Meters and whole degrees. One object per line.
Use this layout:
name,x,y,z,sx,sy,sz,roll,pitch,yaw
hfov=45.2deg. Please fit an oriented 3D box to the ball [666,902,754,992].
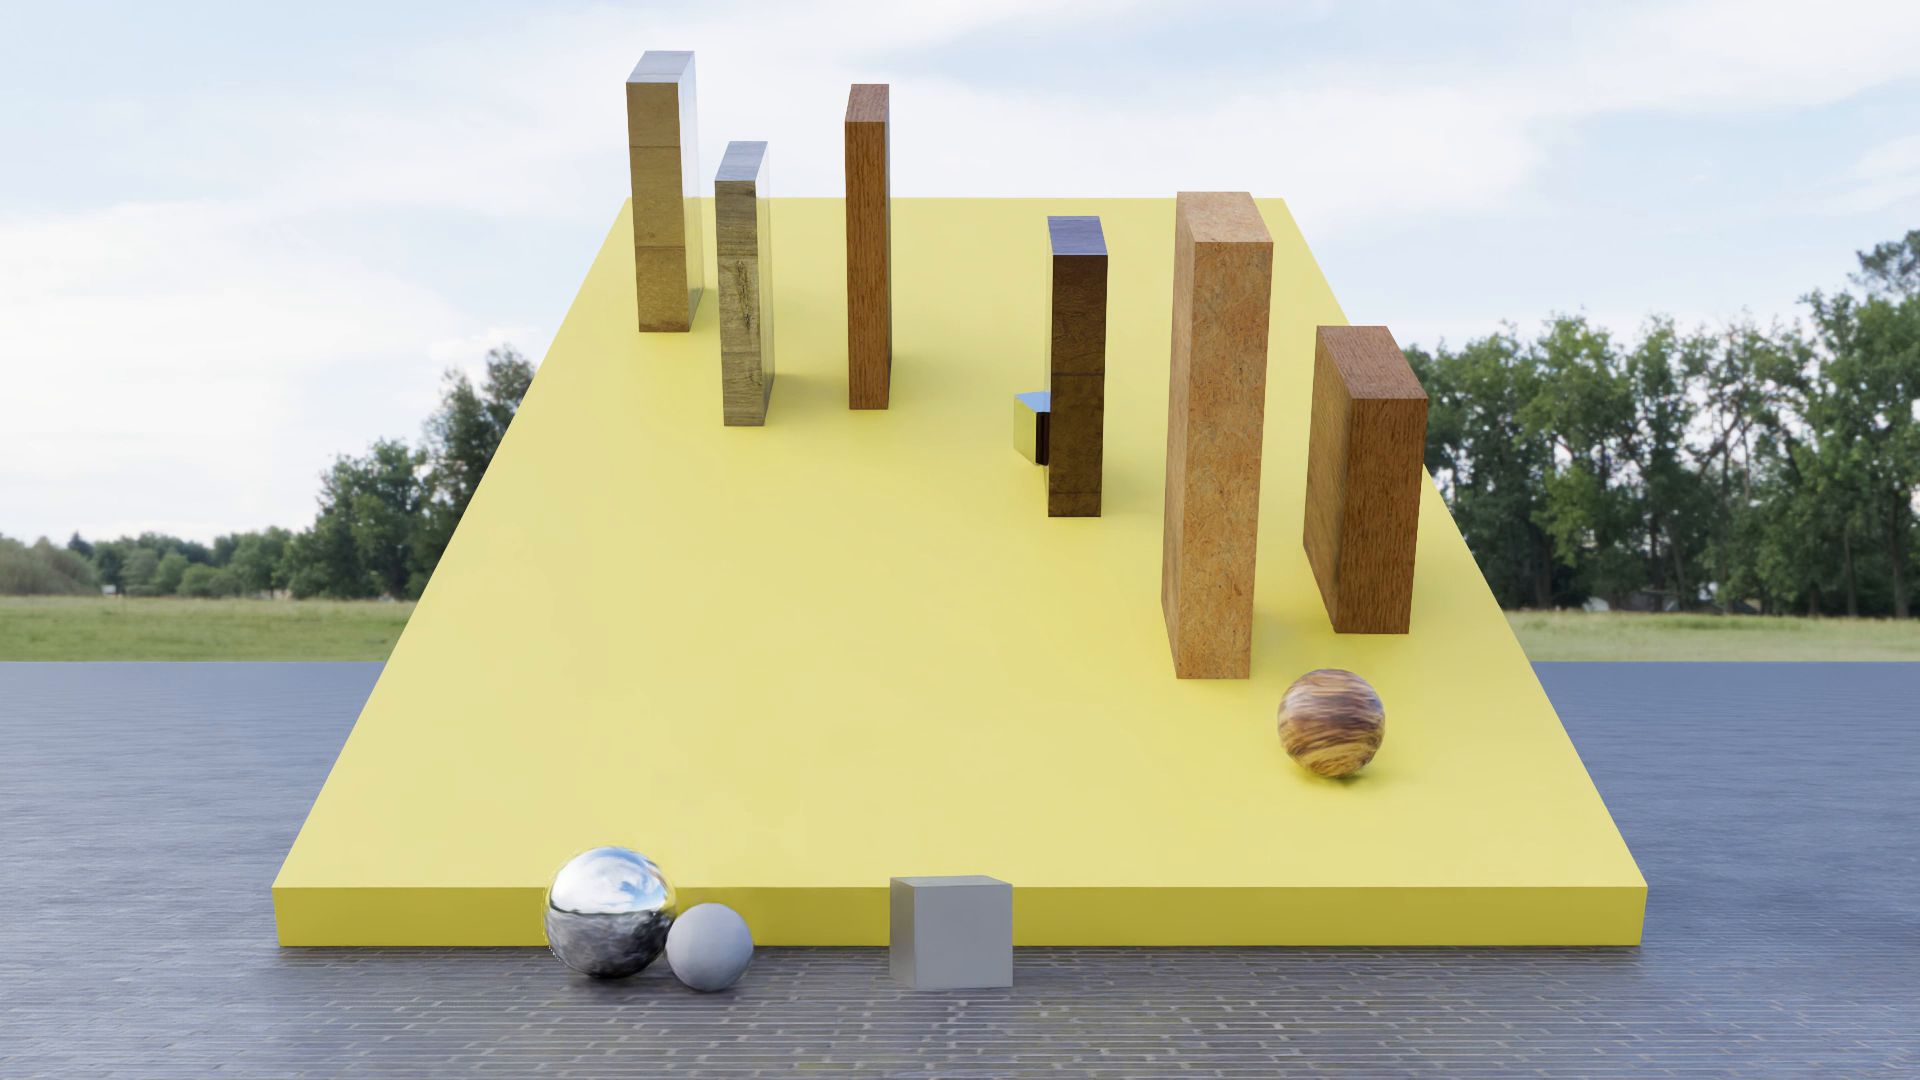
ball,-0.319,0.519,2.942,0.111,0.111,0.111,0,-3,0

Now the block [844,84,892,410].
block,-0.208,-0.680,5.317,0.088,0.661,0.403,0,23,0

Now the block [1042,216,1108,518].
block,0.231,-0.355,4.694,0.107,0.547,0.294,0,23,0

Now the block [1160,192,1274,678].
block,0.437,-0.181,3.985,0.125,0.776,0.327,0,23,0

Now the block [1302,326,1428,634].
block,0.741,-0.118,4.259,0.132,0.449,0.417,0,23,0

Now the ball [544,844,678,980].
ball,-0.461,0.491,3.050,0.176,0.176,0.176,0,-3,0

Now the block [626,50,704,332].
block,-0.742,-0.888,5.852,0.126,0.628,0.400,0,23,0

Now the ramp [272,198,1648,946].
ramp,-0.007,-0.225,5.217,2.000,0.100,4.000,0,23,0

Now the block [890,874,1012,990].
block,-0.013,0.512,3.025,0.131,0.131,0.131,1,-3,-16

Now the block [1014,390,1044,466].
block,0.196,-0.244,4.979,0.122,0.122,0.122,-8,24,-20

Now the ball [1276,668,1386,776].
ball,0.586,0.288,3.650,0.171,0.171,0.171,0,-3,0

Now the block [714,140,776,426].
block,-0.483,-0.583,5.218,0.089,0.559,0.371,0,23,0
